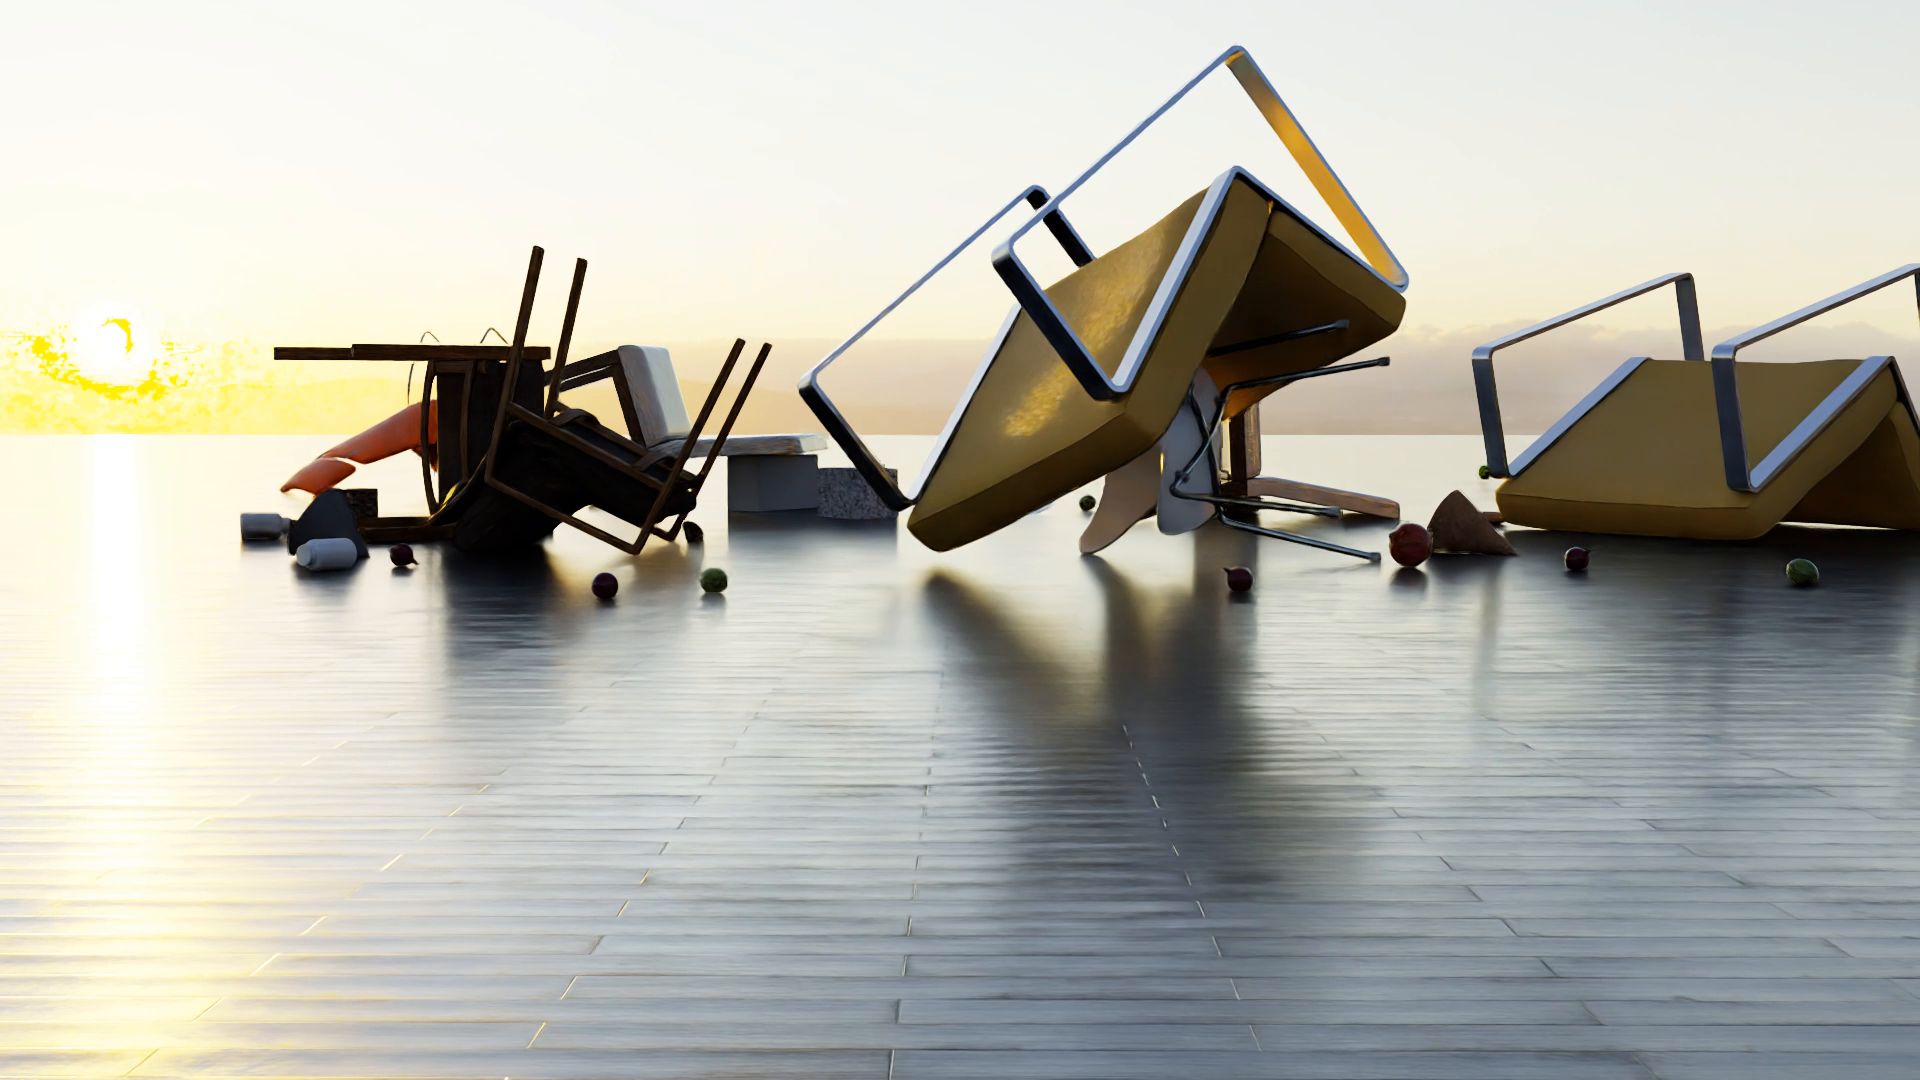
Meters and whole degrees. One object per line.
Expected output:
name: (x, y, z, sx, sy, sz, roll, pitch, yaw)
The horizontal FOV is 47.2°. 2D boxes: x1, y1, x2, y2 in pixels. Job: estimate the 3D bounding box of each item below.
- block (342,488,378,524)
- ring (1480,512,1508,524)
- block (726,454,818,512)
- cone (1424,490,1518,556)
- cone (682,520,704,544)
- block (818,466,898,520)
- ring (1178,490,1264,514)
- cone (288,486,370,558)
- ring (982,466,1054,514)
block: (-2.009, -0.114, 7.352, 0.088, 0.116, 0.113, 0, 4, 7)
ring: (1.728, -0.074, 7.341, 0.204, 0.039, 0.158, -1, 3, -2)
block: (-0.701, -0.219, 8.255, 0.150, 0.202, 0.357, 3, 5, 34)
cone: (1.422, -0.006, 6.012, 0.242, 0.190, 0.151, 29, -7, 35)
cone: (-0.791, -0.009, 6.440, 0.053, 0.078, 0.075, -34, 18, 25)
block: (-0.359, -0.167, 7.729, 0.182, 0.171, 0.238, -3, 5, -34)
ring: (0.943, -0.138, 7.948, 0.360, 0.079, 0.180, 0, 5, -31)
cone: (-1.646, -0.001, 5.873, 0.181, 0.220, 0.231, 32, 11, 8)
ring: (0.209, -0.180, 7.912, 0.266, 0.161, 0.083, 20, 24, -3)
